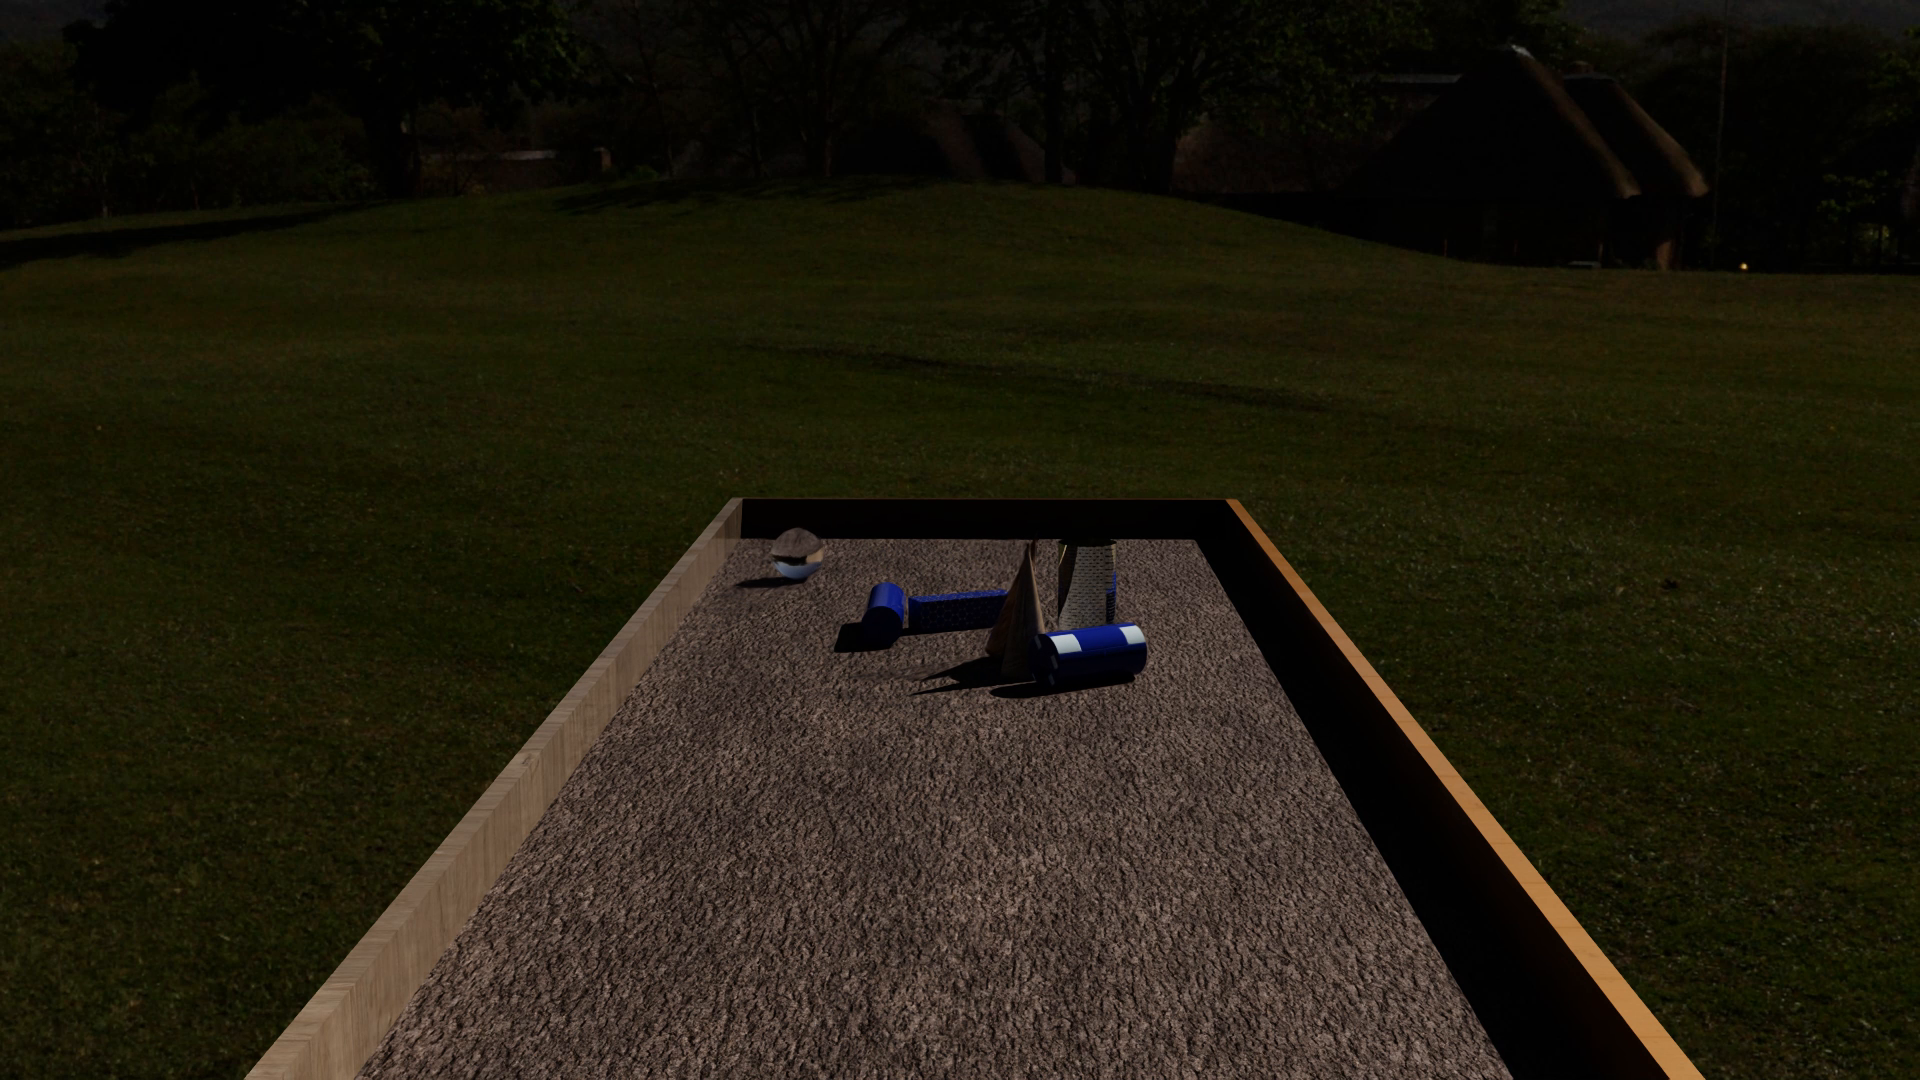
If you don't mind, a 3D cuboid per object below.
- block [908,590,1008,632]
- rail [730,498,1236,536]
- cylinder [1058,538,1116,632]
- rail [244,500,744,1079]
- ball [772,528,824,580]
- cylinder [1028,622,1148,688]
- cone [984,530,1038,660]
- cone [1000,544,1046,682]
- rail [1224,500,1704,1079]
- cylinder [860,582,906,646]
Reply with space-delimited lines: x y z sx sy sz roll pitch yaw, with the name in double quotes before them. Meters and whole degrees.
"block" 0.006 0.233 7.220 0.339 0.101 0.101 -4 10 -25
"rail" 0.099 -0.098 9.147 2.100 0.150 0.050 0 9 1
"cylinder" 0.386 0.185 6.689 0.177 0.361 0.177 0 9 0
"rail" -1.004 0.839 3.234 0.050 0.150 12.000 0 9 1
"ball" -0.599 0.051 8.084 0.190 0.190 0.190 0 9 0
"cylinder" 0.372 0.334 6.398 0.312 0.158 0.158 -6 11 -32
"cone" 0.185 0.157 6.653 0.132 0.408 0.132 13 16 -4
"cone" 0.198 0.201 6.458 0.160 0.402 0.160 0 9 0
"rail" 1.046 0.843 3.208 0.050 0.150 12.000 0 9 1
"cylinder" -0.245 0.238 7.092 0.130 0.130 0.422 0 9 0
